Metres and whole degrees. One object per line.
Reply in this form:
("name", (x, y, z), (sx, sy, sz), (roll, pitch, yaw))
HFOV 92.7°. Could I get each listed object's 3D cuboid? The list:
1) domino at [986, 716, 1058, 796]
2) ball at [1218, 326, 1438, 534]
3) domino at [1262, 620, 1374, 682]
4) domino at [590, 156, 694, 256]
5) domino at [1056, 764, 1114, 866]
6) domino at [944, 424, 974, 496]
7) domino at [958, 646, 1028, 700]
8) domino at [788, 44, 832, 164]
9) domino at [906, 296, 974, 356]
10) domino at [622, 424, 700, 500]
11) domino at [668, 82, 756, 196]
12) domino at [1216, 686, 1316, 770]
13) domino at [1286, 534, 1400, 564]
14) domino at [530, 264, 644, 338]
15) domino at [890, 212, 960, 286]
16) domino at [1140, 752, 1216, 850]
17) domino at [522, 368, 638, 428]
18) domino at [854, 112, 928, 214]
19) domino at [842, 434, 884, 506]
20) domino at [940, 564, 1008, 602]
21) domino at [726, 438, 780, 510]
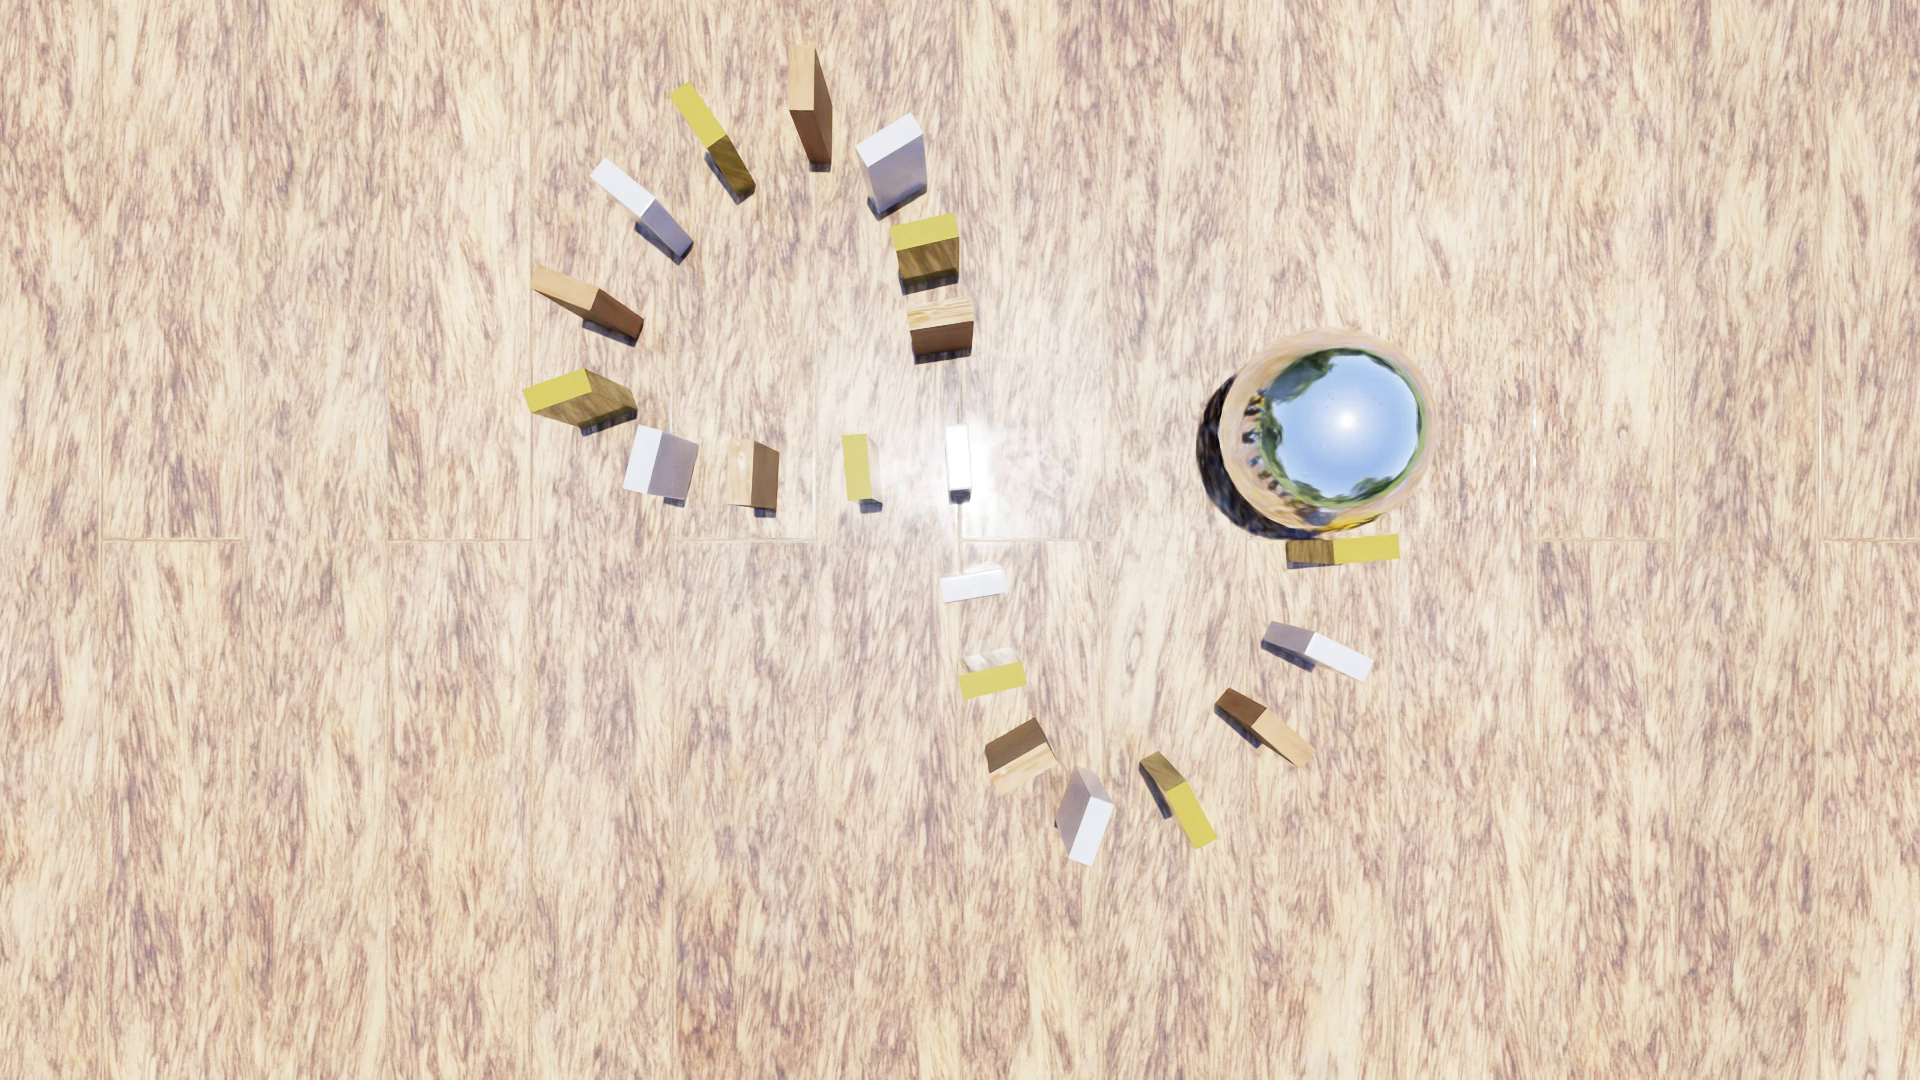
("domino", (0.024, 0.087, 0.375), (0.025, 0.050, 0.010), (-30, 90, 0))
("ball", (0.143, -0.043, 0.360), (0.080, 0.080, 0.080), (0, 90, 0))
("domino", (0.145, 0.045, 0.375), (0.025, 0.050, 0.009), (26, 90, 0))
("domino", (-0.129, -0.135, 0.375), (0.025, 0.050, 0.010), (39, 90, 0))
("domino", (0.050, 0.111, 0.375), (0.009, 0.050, 0.025), (20, 90, 0))
("domino", (-0.001, -0.032, 0.375), (0.010, 0.050, 0.025), (-4, 90, 0))
("domino", (0.012, 0.054, 0.375), (0.025, 0.050, 0.010), (-13, 90, 0))
("domino", (-0.061, -0.177, 0.375), (0.010, 0.050, 0.025), (1, 90, 0))
("domino", (-0.008, -0.087, 0.375), (0.025, 0.050, 0.009), (-9, 90, 0))
("domino", (-0.121, -0.031, 0.375), (0.009, 0.050, 0.025), (14, 90, 0))
("domino", (-0.100, -0.163, 0.375), (0.009, 0.050, 0.025), (-36, 90, 0))
("domino", (0.124, 0.076, 0.375), (0.025, 0.050, 0.010), (41, 90, 0))
("domino", (0.155, 0.003, 0.375), (0.025, 0.050, 0.009), (-5, 90, 0))
("domino", (-0.151, -0.097, 0.375), (0.025, 0.050, 0.010), (21, 90, 0))
("domino", (-0.013, -0.118, 0.375), (0.025, 0.050, 0.009), (-13, 90, 0))
("domino", (0.088, 0.105, 0.375), (0.009, 0.050, 0.025), (-28, 90, 0))
("domino", (-0.154, -0.057, 0.375), (0.025, 0.050, 0.009), (-19, 90, 0))
("domino", (-0.027, -0.153, 0.375), (0.025, 0.050, 0.010), (-31, 90, 0))
("domino", (-0.039, -0.028, 0.375), (0.009, 0.050, 0.025), (-5, 90, 0))
("domino", (0.005, 0.017, 0.375), (0.025, 0.050, 0.010), (-10, 90, 0))
("domino", (-0.084, -0.026, 0.375), (0.010, 0.050, 0.025), (3, 90, 0))
